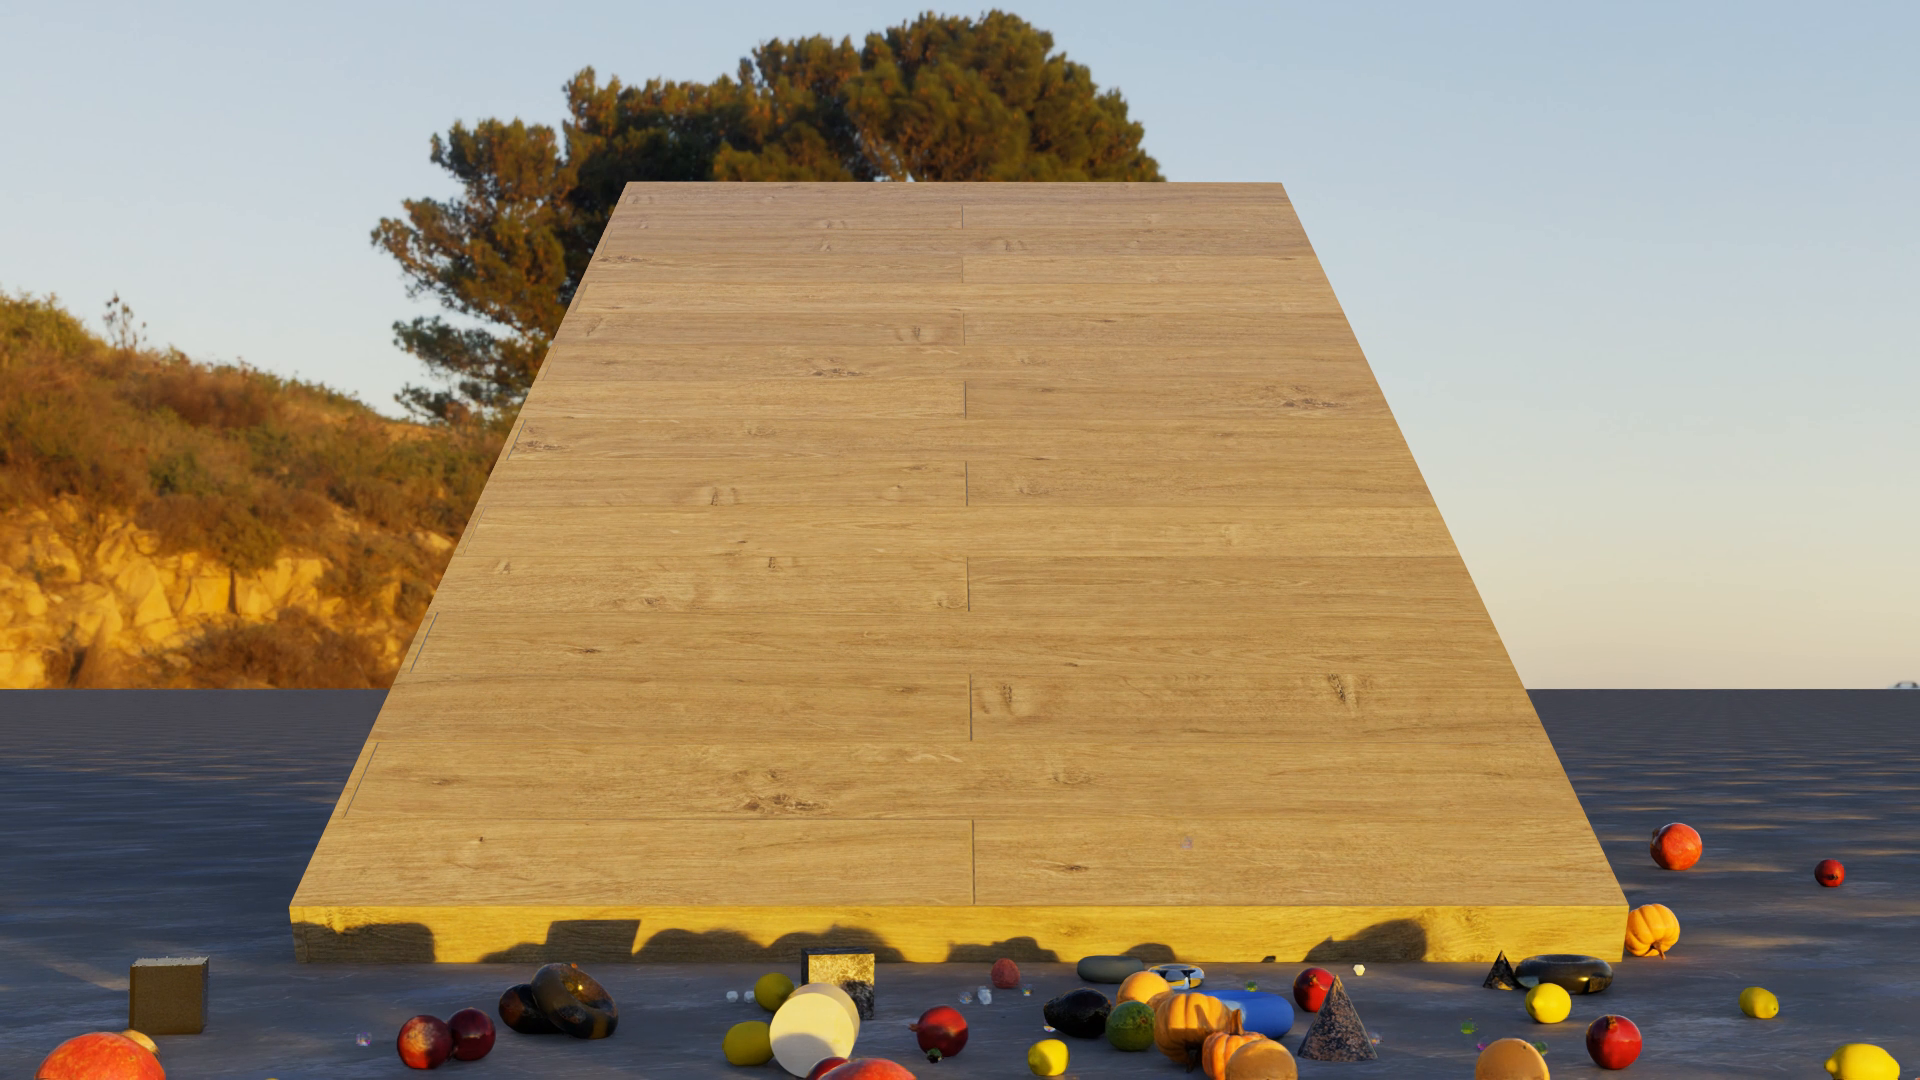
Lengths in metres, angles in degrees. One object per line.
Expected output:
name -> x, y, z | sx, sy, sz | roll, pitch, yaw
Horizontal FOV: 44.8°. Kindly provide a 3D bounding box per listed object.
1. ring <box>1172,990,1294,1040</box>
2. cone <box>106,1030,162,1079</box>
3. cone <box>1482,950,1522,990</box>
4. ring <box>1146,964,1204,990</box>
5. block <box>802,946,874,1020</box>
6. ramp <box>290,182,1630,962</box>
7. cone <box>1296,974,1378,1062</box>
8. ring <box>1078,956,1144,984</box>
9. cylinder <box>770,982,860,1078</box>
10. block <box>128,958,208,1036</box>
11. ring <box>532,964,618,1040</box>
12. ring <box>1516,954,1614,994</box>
ring -> 0.328, 0.570, 2.795 | 0.145, 0.048, 0.145 | 1, -5, 0
cone -> -0.887, 0.560, 2.465 | 0.058, 0.058, 0.058 | -1, 23, 20
cone -> 0.752, 0.594, 3.232 | 0.053, 0.053, 0.053 | 0, -4, 0
ring -> 0.298, 0.607, 3.234 | 0.083, 0.028, 0.083 | -1, -3, 0
block -> -0.156, 0.562, 2.951 | 0.082, 0.082, 0.082 | 1, -4, -11
ramp -> -0.008, -0.229, 5.321 | 2.000, 0.100, 4.000 | 0, 24, 0
cone -> 0.428, 0.538, 2.644 | 0.092, 0.092, 0.092 | 0, -4, 0
ring -> 0.214, 0.609, 3.305 | 0.097, 0.032, 0.097 | 1, -4, 0
cylinder -> -0.157, 0.532, 2.532 | 0.090, 0.090, 0.090 | 0, -4, 1
block -> -0.962, 0.555, 2.835 | 0.082, 0.082, 0.082 | 1, -4, -13
ring -> -0.461, 0.553, 2.790 | 0.118, 0.039, 0.118 | 36, 9, -7
ring -> 0.830, 0.597, 3.203 | 0.131, 0.044, 0.131 | -1, -3, 0
